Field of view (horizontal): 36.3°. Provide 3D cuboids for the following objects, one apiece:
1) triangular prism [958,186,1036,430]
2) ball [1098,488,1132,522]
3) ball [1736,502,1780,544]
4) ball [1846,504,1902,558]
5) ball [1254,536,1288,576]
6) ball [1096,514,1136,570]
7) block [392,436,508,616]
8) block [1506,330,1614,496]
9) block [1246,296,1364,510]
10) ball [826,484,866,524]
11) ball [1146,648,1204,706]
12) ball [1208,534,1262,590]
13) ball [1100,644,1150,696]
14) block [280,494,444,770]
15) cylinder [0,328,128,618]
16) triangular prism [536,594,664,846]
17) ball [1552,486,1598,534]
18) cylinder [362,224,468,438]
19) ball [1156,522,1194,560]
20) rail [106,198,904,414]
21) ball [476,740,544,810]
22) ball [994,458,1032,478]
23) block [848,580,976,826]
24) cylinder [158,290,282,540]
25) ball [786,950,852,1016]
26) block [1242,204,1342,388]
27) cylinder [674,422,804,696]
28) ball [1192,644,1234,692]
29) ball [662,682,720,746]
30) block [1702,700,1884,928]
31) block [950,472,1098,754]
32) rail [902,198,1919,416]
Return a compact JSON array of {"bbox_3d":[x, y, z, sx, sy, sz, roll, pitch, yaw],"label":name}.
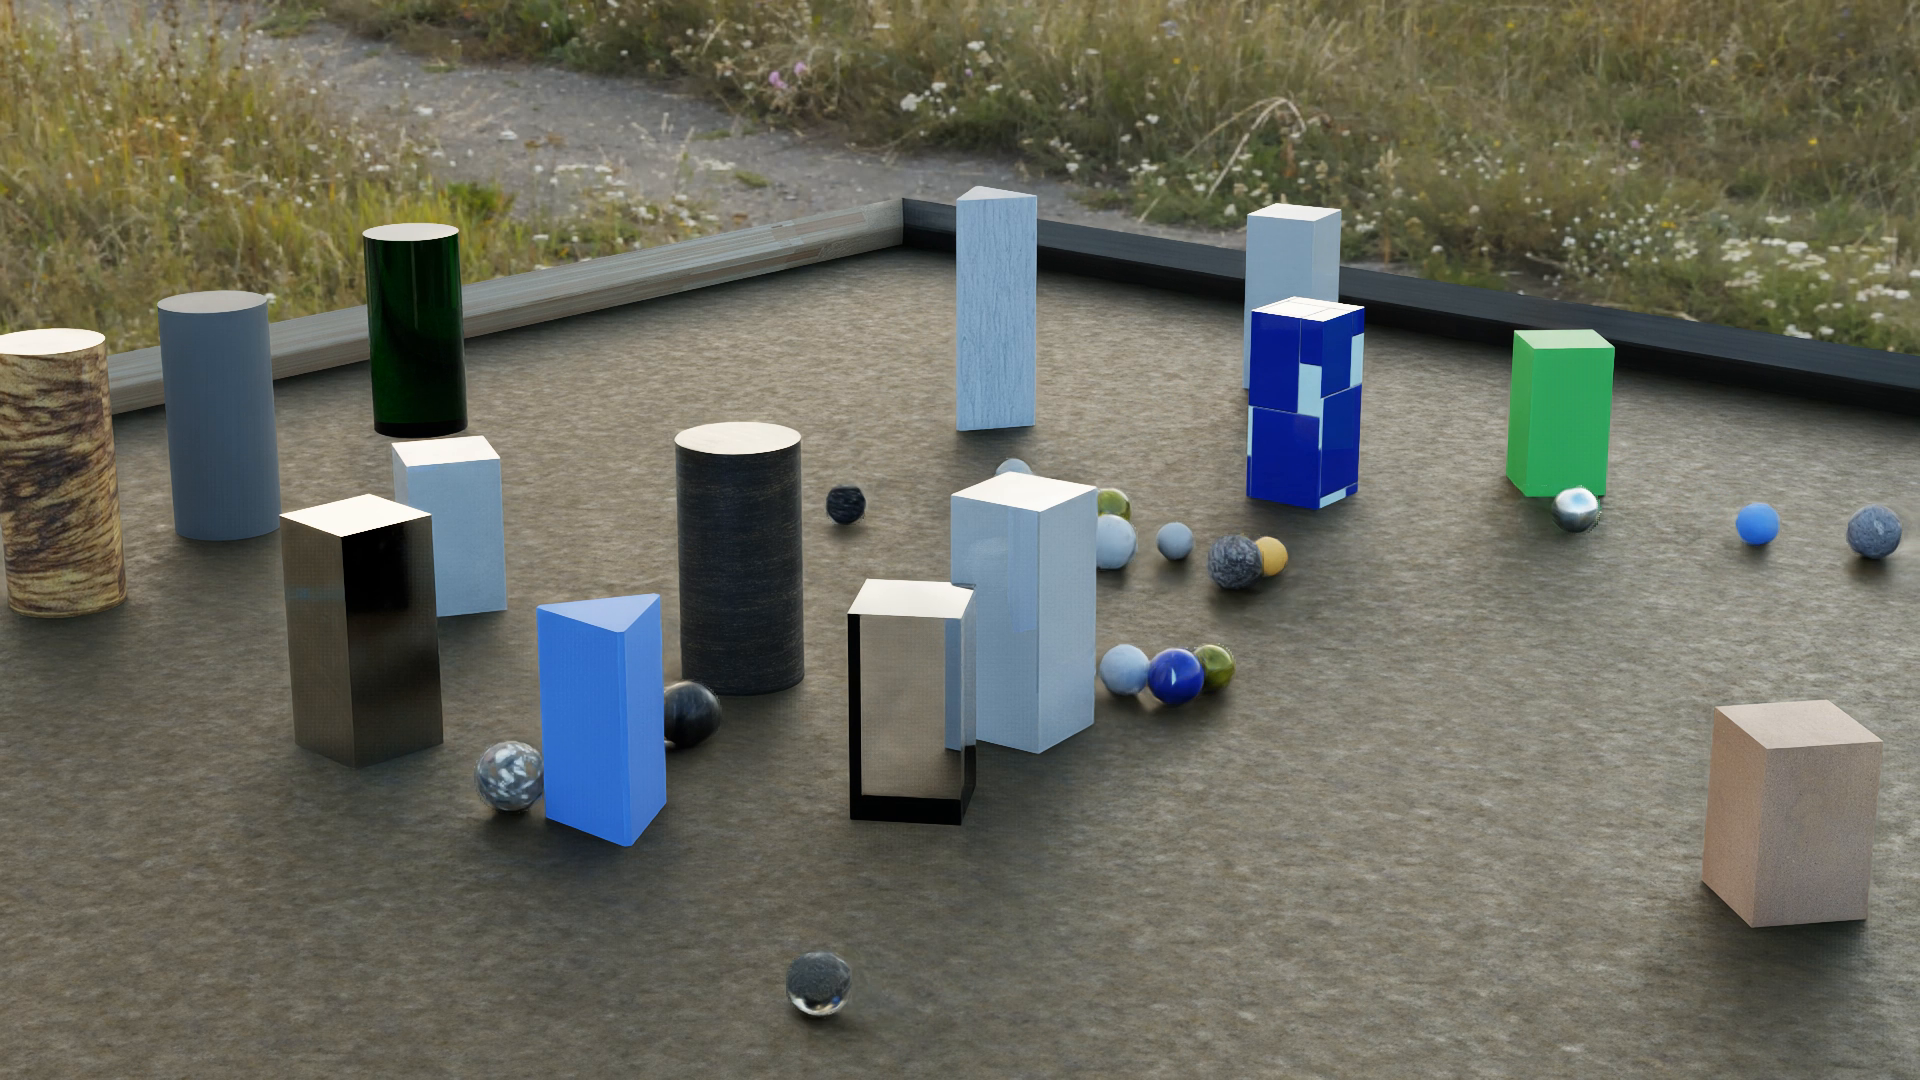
[{"bbox_3d":[0.058,-0.497,6.246,0.172,0.494,0.149,-5,17,-15],"label":"triangular prism"},{"bbox_3d":[0.279,-0.054,5.483,0.087,0.087,0.087,0,17,0],"label":"ball"},{"bbox_3d":[1.476,-0.030,5.417,0.078,0.078,0.078,0,17,0],"label":"ball"},{"bbox_3d":[1.665,-0.016,5.337,0.098,0.098,0.098,0,17,0],"label":"ball"},{"bbox_3d":[0.549,0.030,5.233,0.070,0.070,0.070,0,17,0],"label":"ball"},{"bbox_3d":[0.268,0.004,5.269,0.099,0.099,0.099,0,17,0],"label":"ball"},{"bbox_3d":[-0.881,-0.023,5.062,0.158,0.271,0.158,-6,18,-19],"label":"block"},{"bbox_3d":[1.180,-0.251,5.772,0.158,0.296,0.158,-1,17,-3],"label":"block"},{"bbox_3d":[0.671,-0.268,5.699,0.158,0.371,0.158,12,21,35],"label":"block"},{"bbox_3d":[-0.217,-0.068,5.548,0.076,0.076,0.076,0,17,0],"label":"ball"},{"bbox_3d":[0.337,0.213,4.590,0.090,0.090,0.090,0,17,0],"label":"ball"},{"bbox_3d":[0.484,0.039,5.155,0.097,0.097,0.097,0,17,0],"label":"ball"},{"bbox_3d":[0.261,0.206,4.631,0.081,0.081,0.081,0,17,0],"label":"ball"},{"bbox_3d":[-0.893,0.135,4.381,0.158,0.360,0.158,16,23,42],"label":"block"},{"bbox_3d":[-1.553,-0.116,5.040,0.198,0.461,0.198,0,17,0],"label":"cylinder"},{"bbox_3d":[-0.473,0.241,4.111,0.172,0.312,0.149,14,22,39],"label":"triangular prism"},{"bbox_3d":[1.152,-0.056,5.488,0.087,0.087,0.087,0,17,0],"label":"ball"},{"bbox_3d":[-1.149,-0.444,6.196,0.198,0.421,0.198,0,17,0],"label":"cylinder"},{"bbox_3d":[0.390,0.002,5.329,0.069,0.069,0.069,0,17,0],"label":"ball"},{"bbox_3d":[-1.660,-0.384,6.500,0.045,0.129,4.626,14,22,39],"label":"rail"},{"bbox_3d":[-0.638,0.335,4.169,0.099,0.099,0.099,0,17,0],"label":"ball"},{"bbox_3d":[0.105,-0.121,5.727,0.075,0.075,0.075,0,17,0],"label":"ball"},{"bbox_3d":[-0.066,0.229,4.163,0.158,0.307,0.158,2,17,8],"label":"block"},{"bbox_3d":[-1.382,-0.234,5.482,0.198,0.431,0.198,0,17,0],"label":"cylinder"},{"bbox_3d":[-0.169,0.535,3.541,0.080,0.080,0.080,0,17,0],"label":"ball"},{"bbox_3d":[0.742,-0.539,6.560,0.158,0.393,0.158,9,19,28],"label":"block"},{"bbox_3d":[-0.350,0.029,4.670,0.198,0.397,0.198,0,17,0],"label":"cylinder"},{"bbox_3d":[0.398,0.203,4.650,0.075,0.075,0.075,0,17,0],"label":"ball"},{"bbox_3d":[-0.411,0.261,4.417,0.097,0.097,0.097,0,17,0],"label":"ball"},{"bbox_3d":[1.088,0.357,3.842,0.158,0.247,0.158,-3,17,-10],"label":"block"},{"bbox_3d":[0.097,0.108,4.441,0.158,0.378,0.158,11,20,33],"label":"block"},{"bbox_3d":[1.501,-0.466,6.775,4.444,0.129,0.045,14,22,39],"label":"rail"}]
